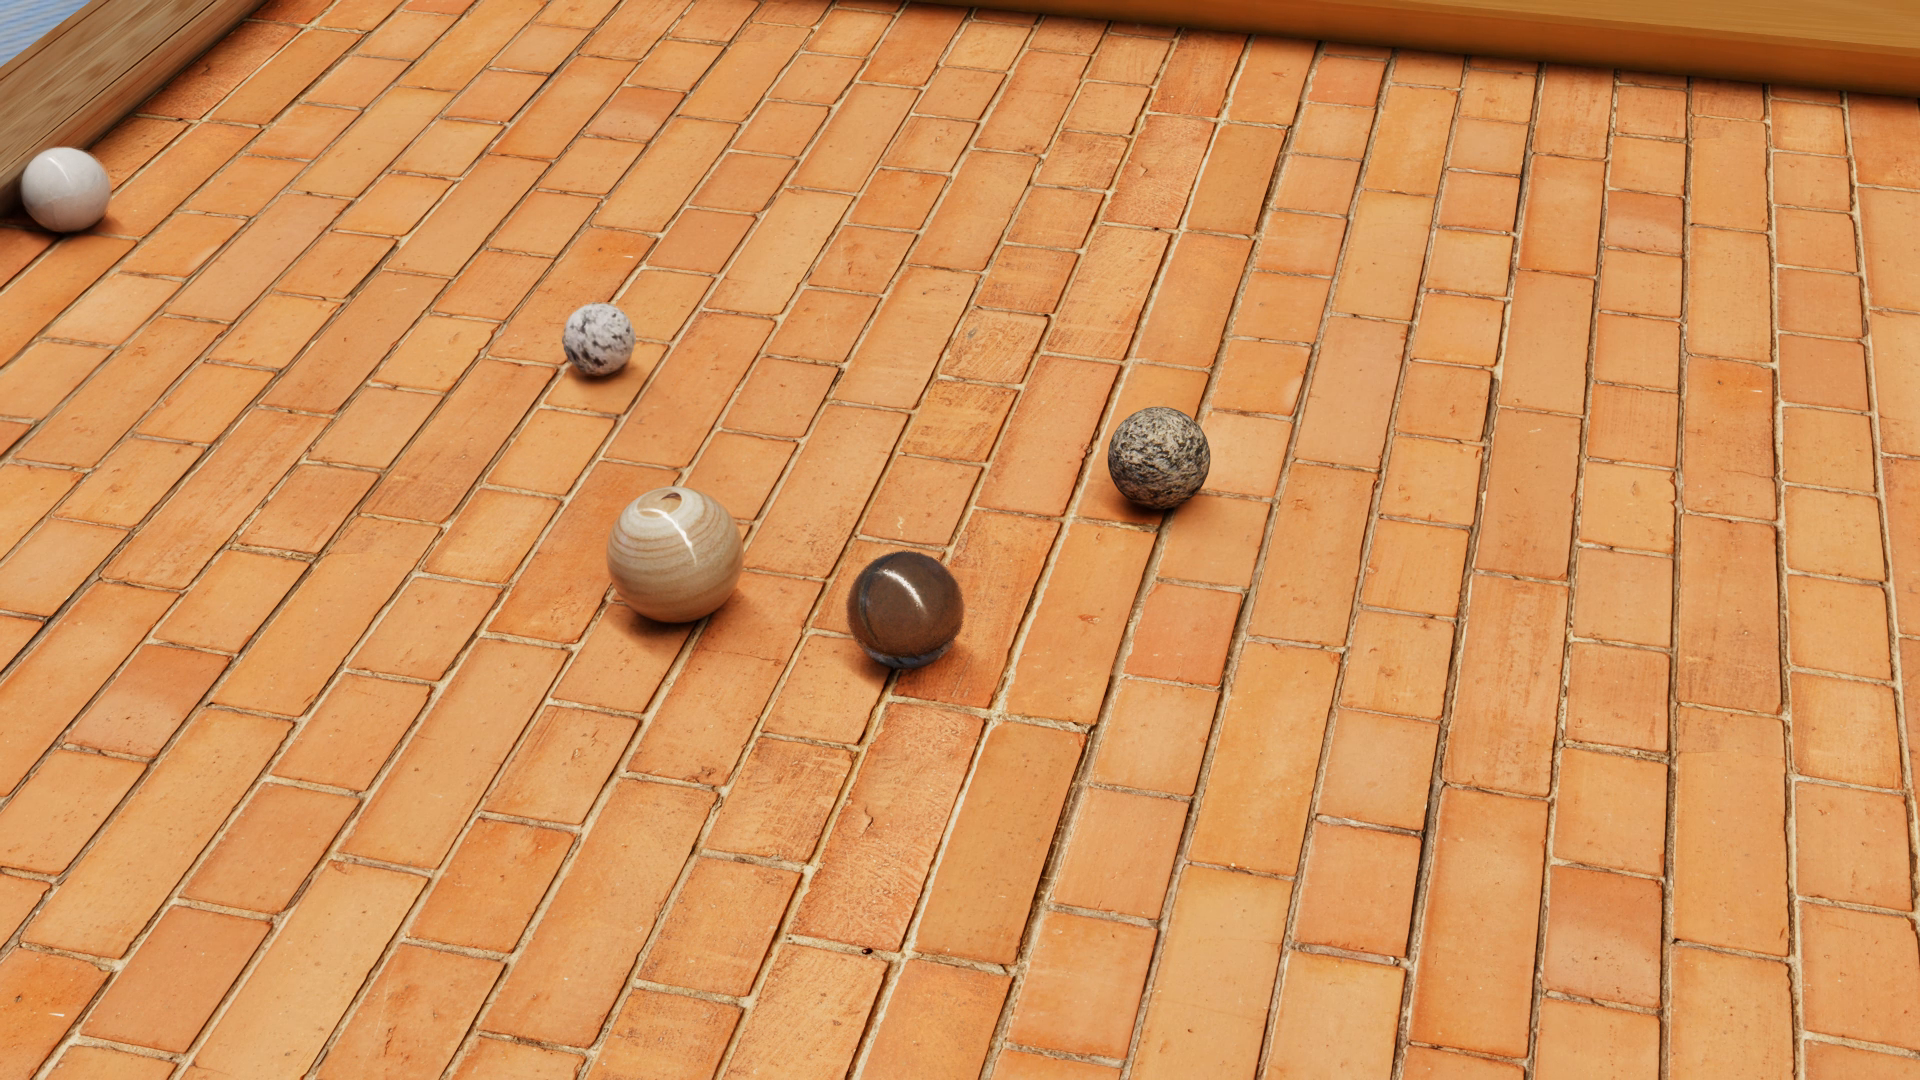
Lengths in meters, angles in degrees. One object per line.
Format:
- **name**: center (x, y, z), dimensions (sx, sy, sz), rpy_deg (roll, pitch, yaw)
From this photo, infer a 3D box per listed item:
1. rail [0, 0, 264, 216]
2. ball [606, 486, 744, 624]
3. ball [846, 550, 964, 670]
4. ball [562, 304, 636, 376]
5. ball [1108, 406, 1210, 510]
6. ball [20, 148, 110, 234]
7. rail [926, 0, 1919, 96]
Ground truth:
- **rail**: center (-0.967, -0.155, 2.077), dimensions (0.045, 0.130, 2.164), rpy_deg (8, 35, 11)
- **ball**: center (-0.206, 0.011, 1.860), dimensions (0.100, 0.100, 0.100), rpy_deg (0, 34, 0)
- **ball**: center (-0.039, 0.050, 1.817), dimensions (0.084, 0.084, 0.084), rpy_deg (0, 34, 0)
- **ball**: center (-0.304, -0.169, 2.160), dimensions (0.061, 0.061, 0.061), rpy_deg (0, 34, 0)
- **ball**: center (0.154, -0.063, 1.988), dimensions (0.080, 0.080, 0.080), rpy_deg (0, 34, 0)
- **ball**: center (-0.827, -0.323, 2.372), dimensions (0.079, 0.079, 0.079), rpy_deg (0, 34, 0)
- **rail**: center (1.244, -0.461, 2.527), dimensions (4.079, 0.130, 0.045), rpy_deg (8, 35, 11)
